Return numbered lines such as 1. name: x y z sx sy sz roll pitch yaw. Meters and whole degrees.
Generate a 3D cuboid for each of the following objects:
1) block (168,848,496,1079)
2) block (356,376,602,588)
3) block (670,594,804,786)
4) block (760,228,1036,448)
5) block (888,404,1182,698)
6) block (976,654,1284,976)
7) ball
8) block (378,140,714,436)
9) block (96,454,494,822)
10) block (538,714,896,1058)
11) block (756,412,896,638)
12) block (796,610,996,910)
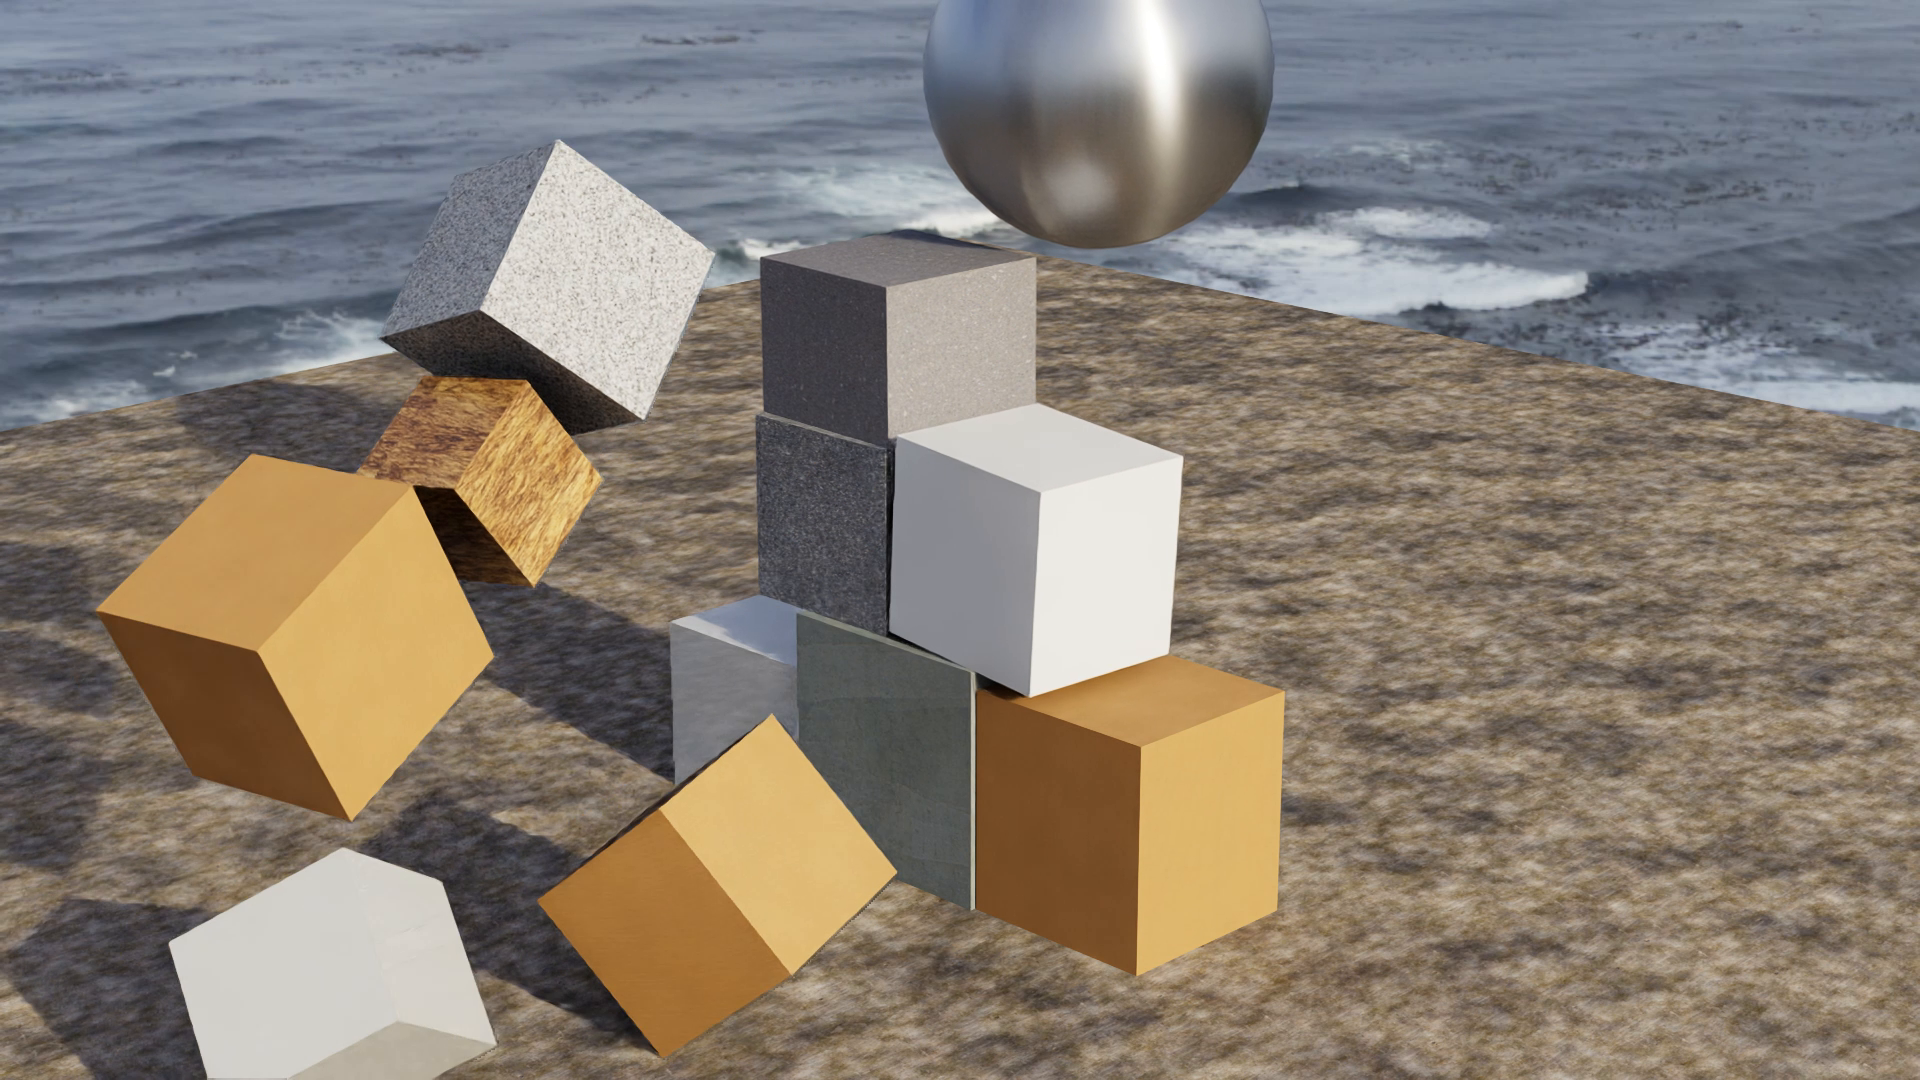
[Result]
1. block: -2.323 1.686 10.884 0.779 0.692 0.713 -28 -24 11
2. block: -1.871 -0.232 11.387 0.567 0.579 0.549 4 52 37
3. block: -0.750 0.802 14.373 0.936 0.851 0.936 -17 24 -42
4. block: -0.281 -0.940 13.446 0.908 0.731 0.871 -16 23 -40
5. block: 0.325 0.024 12.949 0.846 0.926 0.928 -15 26 -40
6. block: 0.744 1.154 12.934 0.940 1.043 0.957 -17 24 -42
7. ball: 0.630 -2.126 13.334 1.600 1.600 1.600 0 17 0
8. block: -1.631 -0.967 11.601 0.814 0.777 0.774 35 -26 -32
9. block: -2.453 0.349 10.905 0.827 0.863 0.896 11 47 32
10. block: -0.971 1.387 11.738 0.906 0.809 0.786 -38 1 40
11. block: -0.339 -0.158 13.631 0.837 0.872 0.874 -17 24 -42
12. block: -0.010 0.892 13.627 1.135 1.128 0.972 17 24 42
